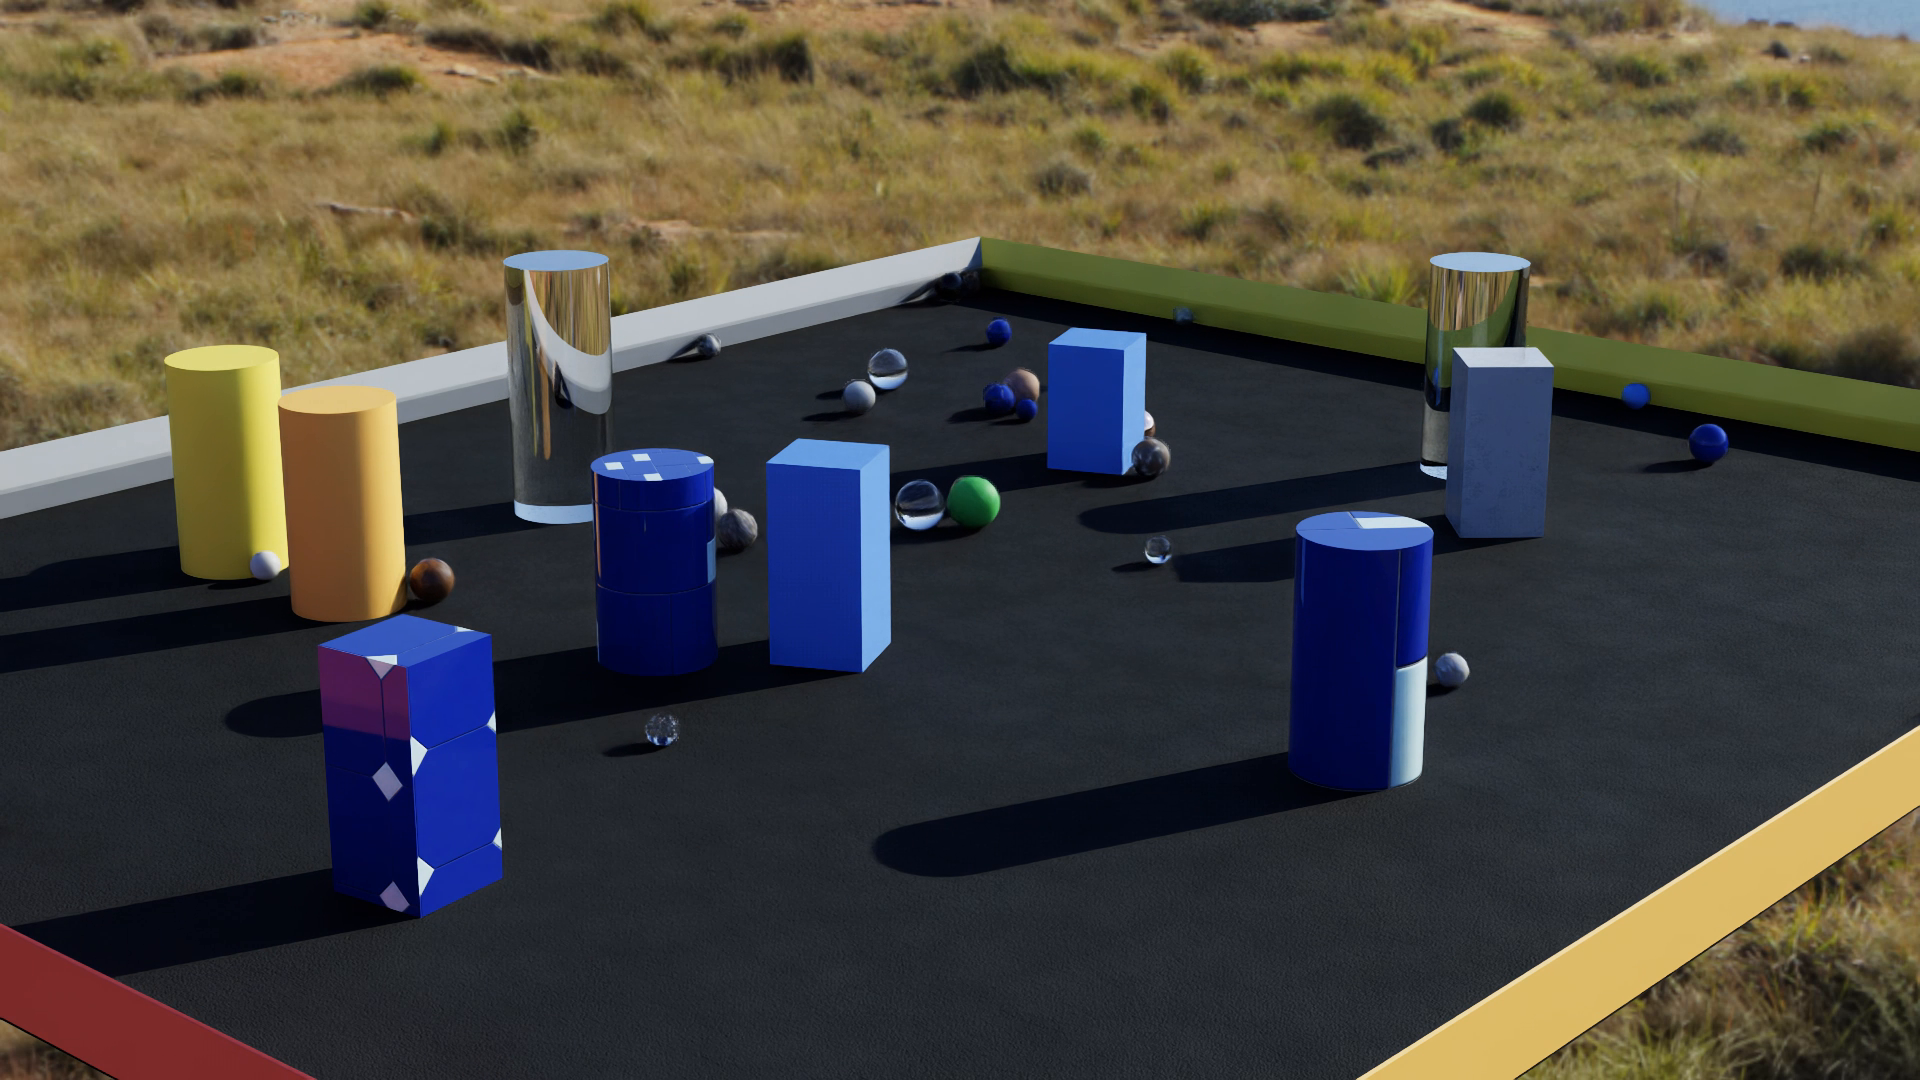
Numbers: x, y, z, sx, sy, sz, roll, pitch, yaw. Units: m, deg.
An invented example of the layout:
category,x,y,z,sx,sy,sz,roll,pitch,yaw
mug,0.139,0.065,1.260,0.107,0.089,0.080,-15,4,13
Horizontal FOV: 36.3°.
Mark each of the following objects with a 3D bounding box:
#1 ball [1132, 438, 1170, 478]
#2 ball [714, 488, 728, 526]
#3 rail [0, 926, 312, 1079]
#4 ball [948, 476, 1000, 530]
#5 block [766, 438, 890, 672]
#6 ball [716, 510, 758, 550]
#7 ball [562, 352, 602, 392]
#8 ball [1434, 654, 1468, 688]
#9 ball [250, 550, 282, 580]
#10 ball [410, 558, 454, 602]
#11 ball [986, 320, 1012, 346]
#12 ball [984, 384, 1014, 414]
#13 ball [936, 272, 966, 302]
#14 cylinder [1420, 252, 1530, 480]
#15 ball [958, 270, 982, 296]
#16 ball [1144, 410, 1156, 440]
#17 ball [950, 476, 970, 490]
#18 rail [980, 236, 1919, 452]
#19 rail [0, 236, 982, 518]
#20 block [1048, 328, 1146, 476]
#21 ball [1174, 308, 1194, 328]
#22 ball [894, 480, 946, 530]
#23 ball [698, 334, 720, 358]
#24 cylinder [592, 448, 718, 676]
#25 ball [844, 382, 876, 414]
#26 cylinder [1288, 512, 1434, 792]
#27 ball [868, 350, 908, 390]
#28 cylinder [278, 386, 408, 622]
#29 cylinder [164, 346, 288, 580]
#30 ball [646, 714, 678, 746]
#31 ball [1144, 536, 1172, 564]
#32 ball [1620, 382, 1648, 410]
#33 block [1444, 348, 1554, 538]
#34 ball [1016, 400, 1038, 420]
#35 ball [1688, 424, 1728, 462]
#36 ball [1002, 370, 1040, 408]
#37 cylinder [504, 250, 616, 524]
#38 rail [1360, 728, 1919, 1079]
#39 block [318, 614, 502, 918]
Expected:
category,x,y,z,sx,sy,sz,roll,pitch,yaw
ball,0.381,-0.164,5.862,0.077,0.077,0.077,0,17,0
ball,-0.477,-0.063,5.527,0.077,0.077,0.077,0,17,0
rail,-1.311,0.468,3.674,3.373,0.128,0.045,14,22,39
ball,0.025,-0.070,5.512,0.099,0.099,0.099,0,17,0
block,-0.213,0.024,4.783,0.158,0.340,0.158,5,17,15
ball,-0.409,-0.018,5.383,0.075,0.075,0.075,0,17,0
ball,-0.841,-0.373,6.532,0.090,0.090,0.090,0,17,0
ball,0.782,0.208,4.666,0.055,0.055,0.055,0,17,0
ball,-1.233,0.045,5.208,0.054,0.054,0.054,0,17,0
ball,-0.915,0.070,5.085,0.078,0.078,0.078,0,17,0
ball,0.093,-0.494,6.982,0.062,0.062,0.062,0,17,0
ball,0.086,-0.304,6.345,0.066,0.066,0.066,0,17,0
ball,-0.024,-0.642,7.453,0.075,0.075,0.075,0,17,0
cylinder,1.030,-0.347,5.867,0.197,0.425,0.197,0,17,0
ball,0.023,-0.658,7.516,0.068,0.068,0.068,0,17,0
ball,0.362,-0.230,6.066,0.087,0.087,0.087,0,17,0
ball,0.013,-0.090,5.637,0.065,0.065,0.065,0,17,0
rail,1.311,-0.404,6.566,3.373,0.128,0.045,14,22,39
rail,-1.255,-0.282,6.164,0.045,0.128,4.047,14,22,39
block,0.277,-0.283,5.943,0.158,0.258,0.158,6,18,19
ball,0.549,-0.545,7.177,0.049,0.049,0.049,0,17,0
ball,-0.076,-0.065,5.501,0.095,0.095,0.095,0,17,0
ball,-0.589,-0.454,6.866,0.053,0.053,0.053,0,17,0
cylinder,-0.496,0.035,4.768,0.197,0.328,0.197,0,17,0
ball,-0.218,-0.309,6.356,0.070,0.070,0.070,0,17,0
cylinder,0.584,0.161,4.285,0.197,0.365,0.197,0,17,0
ball,-0.161,-0.381,6.558,0.091,0.091,0.091,0,17,0
cylinder,-1.058,-0.064,5.030,0.197,0.366,0.197,0,17,0
cylinder,-1.310,-0.141,5.255,0.197,0.383,0.197,0,17,0
ball,-0.449,0.286,4.419,0.049,0.049,0.049,0,17,0
ball,0.359,0.019,5.302,0.050,0.050,0.050,0,17,0
ball,1.470,-0.313,6.388,0.059,0.059,0.059,0,17,0
block,1.009,-0.184,5.496,0.158,0.326,0.158,0,17,-1
ball,0.143,-0.279,6.298,0.047,0.047,0.047,0,17,0
ball,1.523,-0.196,5.966,0.079,0.079,0.079,0,17,0
ball,0.133,-0.329,6.398,0.084,0.084,0.084,0,17,0
cylinder,-0.759,-0.292,5.578,0.197,0.487,0.197,0,17,0
rail,1.255,0.347,4.076,0.045,0.128,4.047,14,22,39
block,-0.724,0.296,3.874,0.158,0.345,0.158,11,20,32
